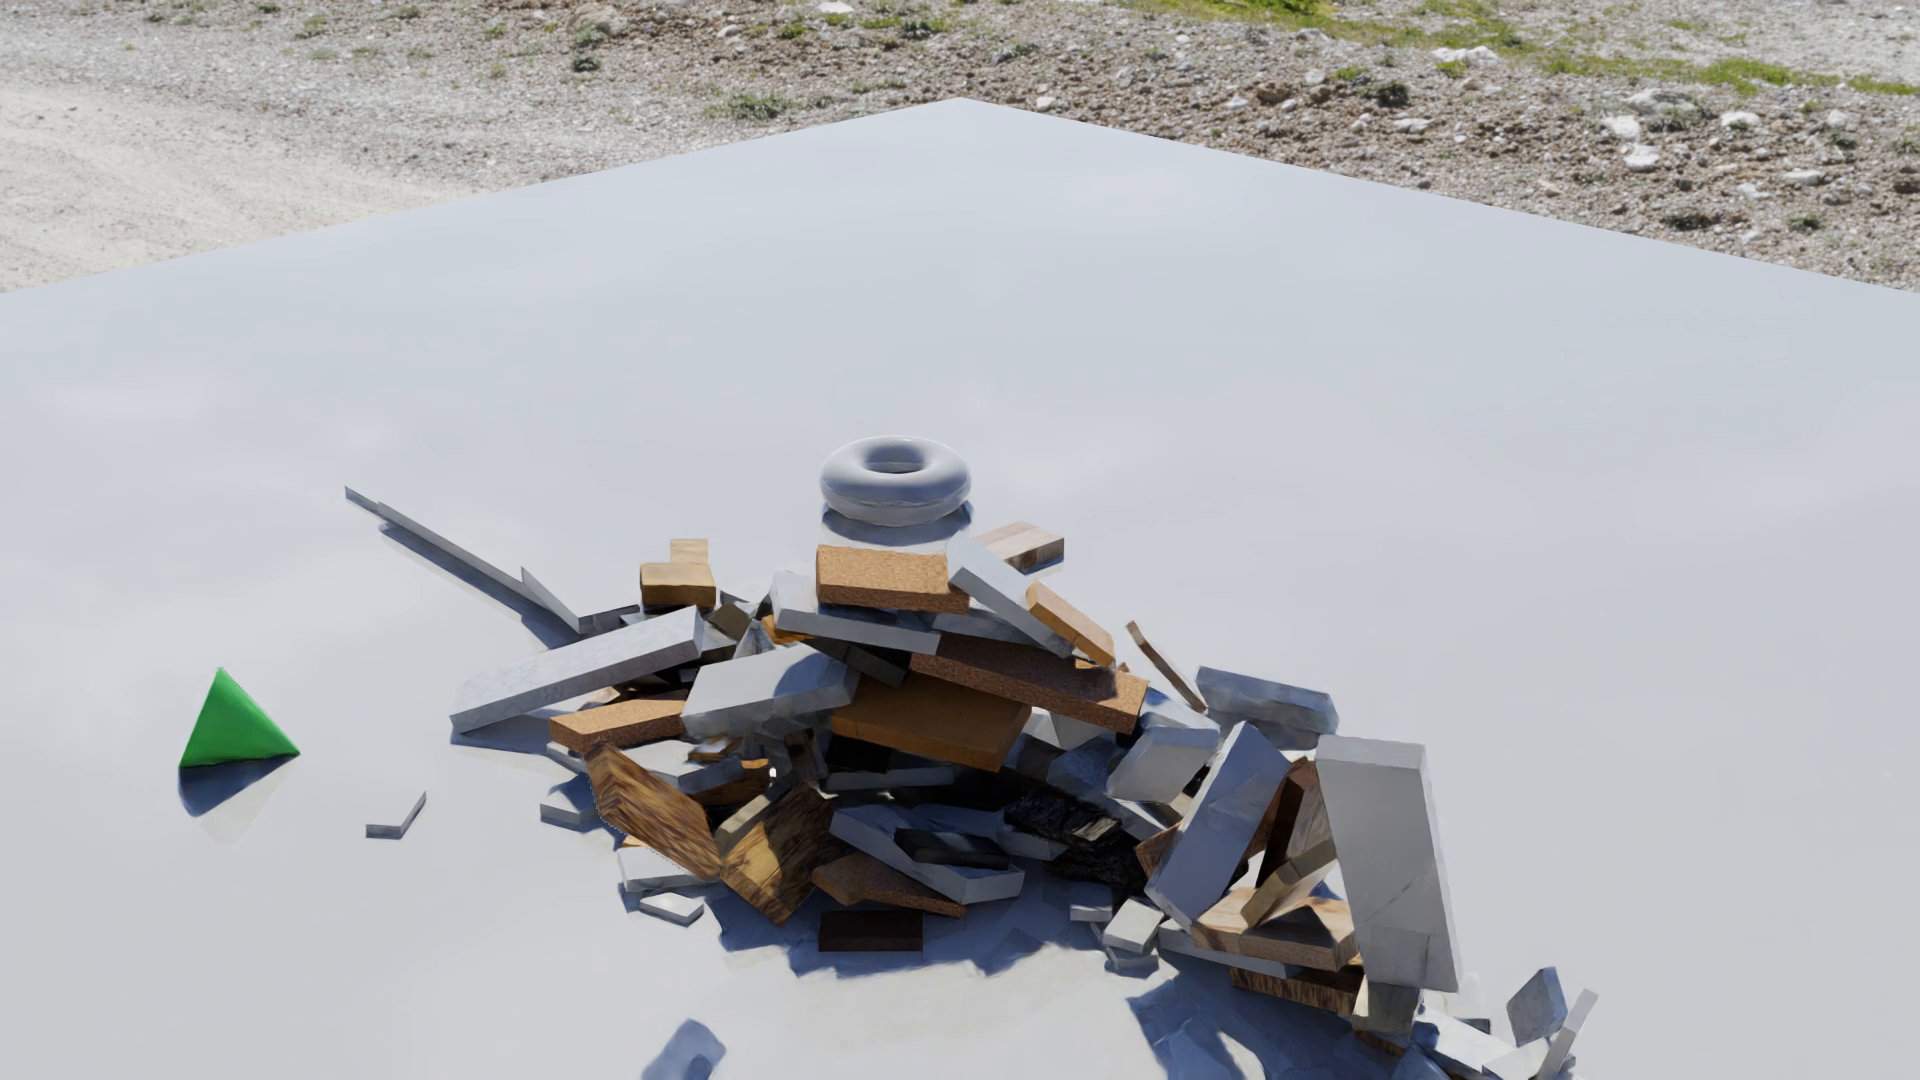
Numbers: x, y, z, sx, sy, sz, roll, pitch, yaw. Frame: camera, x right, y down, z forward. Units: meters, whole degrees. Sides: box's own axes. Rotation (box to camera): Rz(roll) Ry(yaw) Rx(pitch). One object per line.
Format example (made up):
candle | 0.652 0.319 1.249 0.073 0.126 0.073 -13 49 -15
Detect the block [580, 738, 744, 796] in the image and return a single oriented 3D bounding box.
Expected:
block | -0.606 0.454 4.454 0.322 0.046 0.161 7 15 45

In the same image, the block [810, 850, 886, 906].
block | -0.183 0.634 4.175 0.095 0.027 0.190 29 27 32

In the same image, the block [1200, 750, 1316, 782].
block | 0.642 0.499 4.522 0.386 0.049 0.174 -2 23 -5

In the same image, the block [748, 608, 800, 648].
block | -0.308 0.247 4.659 0.360 0.013 0.046 36 61 25

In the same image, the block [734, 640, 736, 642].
block | -0.457 0.212 5.129 0.090 0.026 0.181 -47 34 -20

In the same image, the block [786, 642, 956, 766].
block | -0.172 0.326 4.454 0.446 0.050 0.176 13 43 26

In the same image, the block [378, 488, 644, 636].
block | -1.107 0.066 5.494 0.126 0.036 1.187 -19 30 -38

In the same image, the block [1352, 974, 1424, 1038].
block | 0.715 0.750 3.647 0.095 0.027 0.191 6 26 19

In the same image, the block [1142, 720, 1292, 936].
block | 0.475 0.523 4.029 0.035 0.123 0.418 -31 19 51

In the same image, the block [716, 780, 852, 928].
block | -0.322 0.594 4.199 0.161 0.046 0.321 39 31 5

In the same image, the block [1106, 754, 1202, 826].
block | 0.402 0.478 4.182 0.117 0.033 0.235 -13 36 -39

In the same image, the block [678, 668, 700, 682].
block | -0.565 0.293 4.794 0.092 0.013 0.046 -4 16 -14

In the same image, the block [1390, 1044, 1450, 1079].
block | 0.760 0.888 3.578 0.019 0.068 0.137 19 13 -29

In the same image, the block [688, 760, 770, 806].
block | -0.540 0.496 4.450 0.303 0.043 0.152 -4 11 -3

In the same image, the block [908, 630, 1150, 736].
block | 0.138 0.265 4.329 0.452 0.045 0.159 16 24 8

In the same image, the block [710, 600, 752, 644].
block | -0.496 0.196 4.971 0.128 0.018 0.064 32 62 12

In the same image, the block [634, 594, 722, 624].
block | -0.687 0.172 5.260 0.126 0.036 0.251 -26 28 -38

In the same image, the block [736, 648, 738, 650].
block | -0.443 0.299 4.971 0.182 0.026 0.091 22 32 19

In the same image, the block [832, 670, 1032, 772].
block | -0.055 0.342 4.330 0.353 0.050 0.176 11 42 22

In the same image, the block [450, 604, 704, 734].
block | -0.836 0.282 4.816 0.559 0.048 0.168 -18 24 4

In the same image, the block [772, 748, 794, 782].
block | -0.334 0.361 4.631 0.031 0.111 0.382 3 39 8

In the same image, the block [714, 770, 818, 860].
block | -0.379 0.532 4.323 0.028 0.100 0.382 31 27 14

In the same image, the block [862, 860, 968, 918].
block | -0.085 0.653 4.121 0.190 0.027 0.095 13 21 -11

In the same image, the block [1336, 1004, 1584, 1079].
block | 0.862 0.853 3.605 0.095 0.027 0.539 -21 27 -38

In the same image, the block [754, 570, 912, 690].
block | -0.234 0.178 4.383 0.318 0.045 0.159 26 26 5

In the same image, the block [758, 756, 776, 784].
block | -0.439 0.488 4.577 0.134 0.019 0.067 -9 32 -19

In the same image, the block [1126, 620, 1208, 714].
block | 0.452 0.280 4.810 0.023 0.261 0.081 -38 34 8

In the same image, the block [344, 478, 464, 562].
block | -1.190 0.052 5.605 0.089 0.025 1.401 -20 30 -38

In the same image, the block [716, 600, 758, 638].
block | -0.492 0.193 5.136 0.182 0.026 0.091 8 51 48

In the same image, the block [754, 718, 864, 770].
block | -0.296 0.393 4.473 0.222 0.031 0.111 13 40 19

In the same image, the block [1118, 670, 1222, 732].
block | 0.401 0.368 4.671 0.304 0.043 0.152 28 24 3

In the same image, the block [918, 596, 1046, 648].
block | 0.041 0.141 4.389 0.291 0.041 0.145 11 25 -33

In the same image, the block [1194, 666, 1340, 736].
block | 0.666 0.349 4.766 0.291 0.145 0.041 11 68 25

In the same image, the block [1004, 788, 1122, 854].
block | 0.193 0.532 4.164 0.199 0.028 0.099 16 28 32

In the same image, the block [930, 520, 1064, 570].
block | 0.052 0.050 5.585 0.440 0.046 0.161 -20 30 -39

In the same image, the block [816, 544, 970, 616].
block | -0.132 0.077 4.280 0.291 0.041 0.145 5 30 -9

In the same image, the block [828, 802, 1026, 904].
block | -0.064 0.595 4.201 0.348 0.049 0.174 22 12 37

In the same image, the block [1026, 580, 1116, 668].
block | 0.218 0.164 4.319 0.199 0.028 0.099 36 20 -16

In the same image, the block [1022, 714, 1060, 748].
block | 0.130 0.407 4.665 0.161 0.023 0.081 6 54 -28

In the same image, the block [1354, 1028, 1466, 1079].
block | 0.999 0.931 3.456 0.089 0.025 0.900 -20 26 -36

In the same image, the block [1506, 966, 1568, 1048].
block | 0.960 0.785 3.660 0.025 0.177 0.089 -4 59 -10

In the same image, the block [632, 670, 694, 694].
block | -0.654 0.285 4.927 0.161 0.046 0.322 -12 21 -36

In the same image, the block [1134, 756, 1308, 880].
block | 0.513 0.537 4.093 0.458 0.117 0.033 -21 -6 -38

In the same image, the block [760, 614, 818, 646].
block | -0.320 0.167 4.274 0.122 0.017 0.061 -9 49 -36

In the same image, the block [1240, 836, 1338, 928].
block | 0.559 0.579 3.711 0.123 0.247 0.035 -26 71 -18

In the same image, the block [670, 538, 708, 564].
block | -0.691 0.046 5.619 0.095 0.027 0.190 -3 23 -6

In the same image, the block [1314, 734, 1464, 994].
block | 0.671 0.512 3.402 0.152 0.647 0.043 4 51 22

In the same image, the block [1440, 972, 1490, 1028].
block | 0.880 0.803 3.843 0.068 0.019 0.137 1 23 3

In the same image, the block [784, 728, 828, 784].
block | -0.308 0.431 4.391 0.061 0.017 0.122 -16 45 -10
